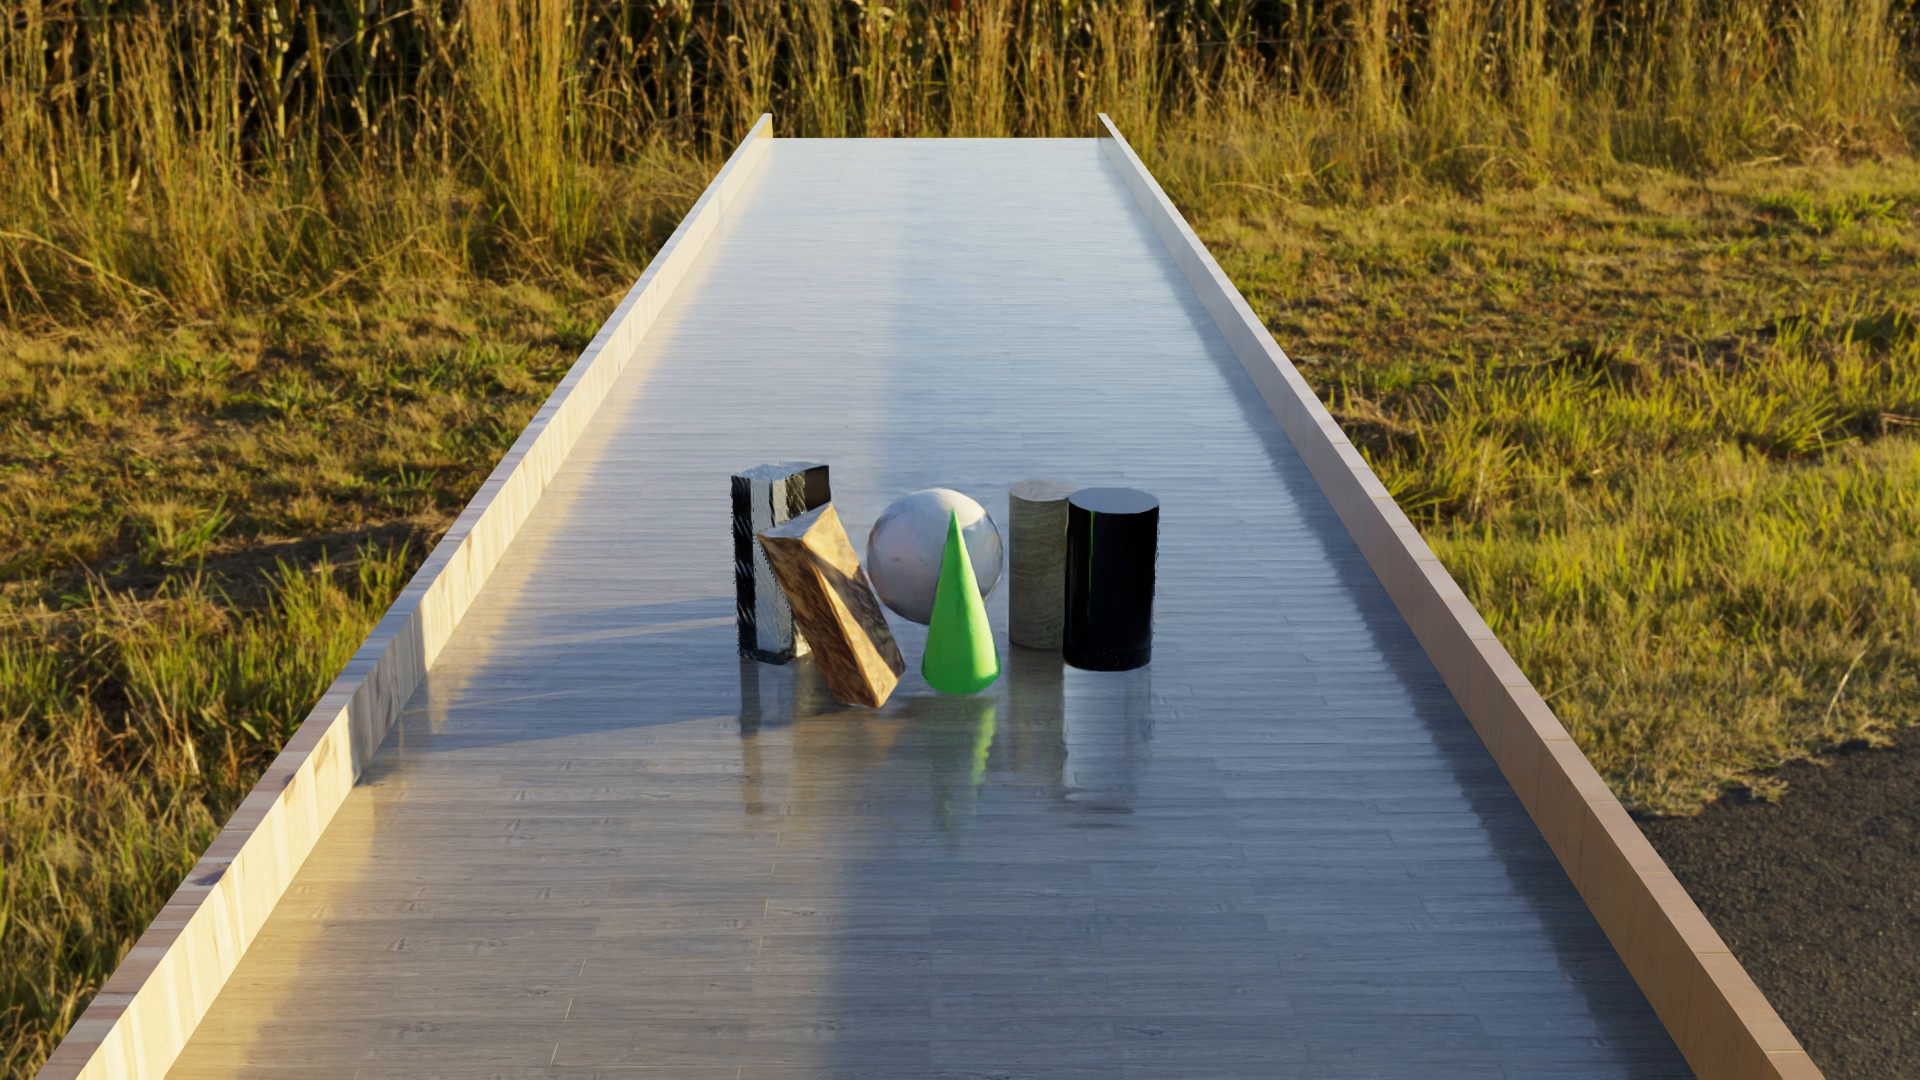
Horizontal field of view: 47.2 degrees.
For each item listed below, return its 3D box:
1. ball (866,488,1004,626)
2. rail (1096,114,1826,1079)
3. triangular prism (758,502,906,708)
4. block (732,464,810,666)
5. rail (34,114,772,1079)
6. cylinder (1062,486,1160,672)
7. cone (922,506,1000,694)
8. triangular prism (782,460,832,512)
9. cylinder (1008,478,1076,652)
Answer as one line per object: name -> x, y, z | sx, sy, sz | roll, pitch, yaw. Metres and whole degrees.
ball -> -0.050, 0.033, 4.352 | 0.272, 0.272, 0.272 | 0, 17, 0
rail -> 0.932, -0.844, 7.801 | 0.050, 0.150, 12.000 | 0, 17, -1
triangular prism -> -0.217, 0.119, 4.113 | 0.127, 0.364, 0.147 | -35, 22, -30
block -> -0.376, 0.049, 4.392 | 0.103, 0.379, 0.103 | 10, 20, 31
rail -> -1.118, -0.838, 7.780 | 0.050, 0.150, 12.000 | 0, 17, -1
cylinder -> 0.300, 0.077, 4.380 | 0.178, 0.328, 0.178 | 1, 18, 0
cone -> -0.005, 0.092, 4.159 | 0.155, 0.404, 0.155 | -2, 39, 1
triangular prism -> -0.328, 0.023, 4.500 | 0.108, 0.364, 0.094 | -13, 19, -33
cylinder -> 0.165, 0.051, 4.470 | 0.132, 0.325, 0.132 | 0, 21, 0
